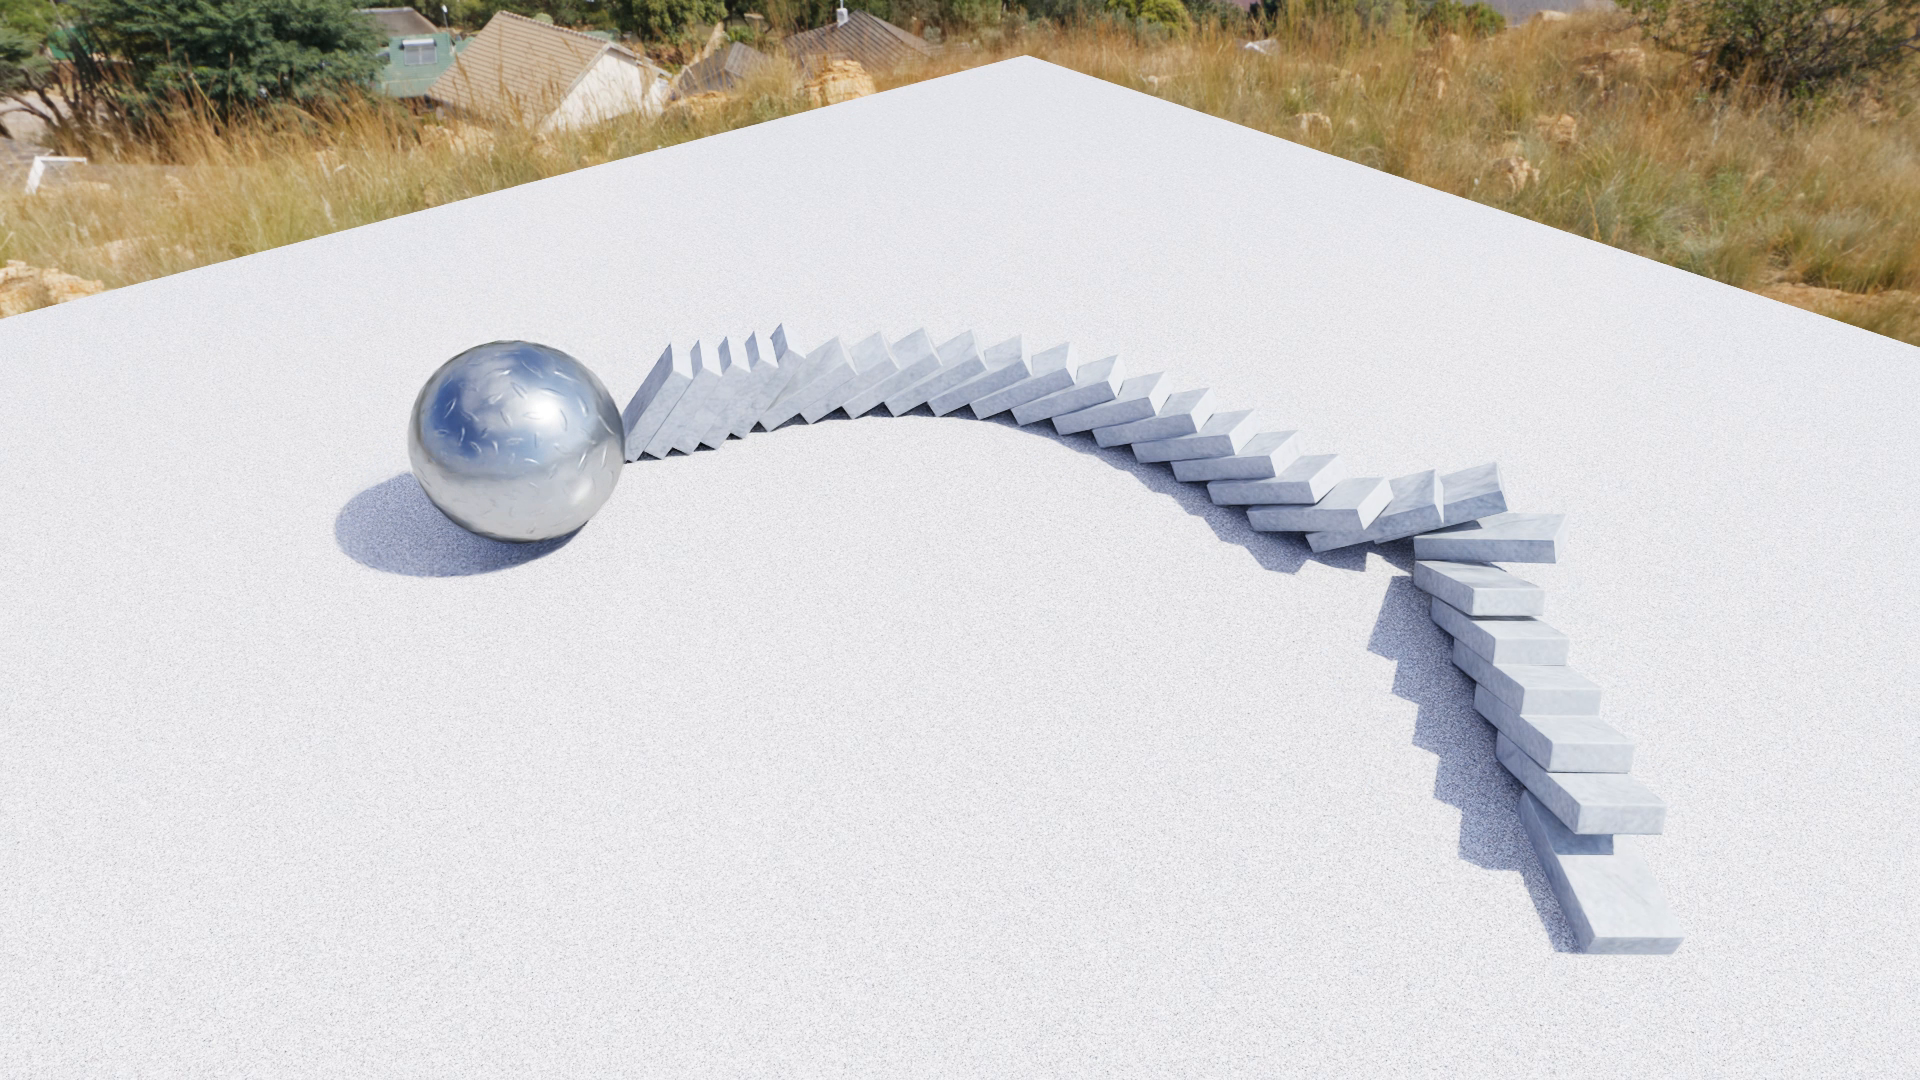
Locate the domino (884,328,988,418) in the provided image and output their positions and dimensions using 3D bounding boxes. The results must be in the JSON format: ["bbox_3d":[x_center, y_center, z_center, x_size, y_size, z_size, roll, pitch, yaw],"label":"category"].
[{"bbox_3d":[-0.013,-0.080,0.523,0.050,0.009,0.025,-25,38,13],"label":"domino"}]

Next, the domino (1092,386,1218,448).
[{"bbox_3d":[0.087,-0.055,0.493,0.050,0.010,0.025,-6,29,40],"label":"domino"}]

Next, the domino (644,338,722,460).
[{"bbox_3d":[-0.125,-0.063,0.493,0.009,0.050,0.025,26,26,-33],"label":"domino"}]

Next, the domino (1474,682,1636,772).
[{"bbox_3d":[0.190,0.059,0.354,0.025,0.010,0.050,1,14,0],"label":"domino"}]

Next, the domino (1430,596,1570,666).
[{"bbox_3d":[0.190,0.031,0.389,0.025,0.009,0.050,0,14,0],"label":"domino"}]

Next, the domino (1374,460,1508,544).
[{"bbox_3d":[0.190,-0.015,0.440,0.050,0.010,0.025,-17,23,30],"label":"domino"}]

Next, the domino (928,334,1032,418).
[{"bbox_3d":[0.009,-0.078,0.521,0.050,0.009,0.025,-21,35,19],"label":"domino"}]

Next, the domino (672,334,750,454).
[{"bbox_3d":[-0.113,-0.065,0.495,0.010,0.050,0.025,26,26,-33],"label":"domino"}]

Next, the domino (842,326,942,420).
[{"bbox_3d":[-0.034,-0.080,0.523,0.050,0.010,0.025,-29,40,9],"label":"domino"}]

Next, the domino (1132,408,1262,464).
[{"bbox_3d":[0.103,-0.045,0.481,0.050,0.009,0.025,-2,29,46],"label":"domino"}]

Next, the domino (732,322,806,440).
[{"bbox_3d":[-0.091,-0.073,0.505,0.010,0.050,0.025,27,26,-34],"label":"domino"}]

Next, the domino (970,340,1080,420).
[{"bbox_3d":[0.030,-0.075,0.517,0.050,0.009,0.025,-18,33,24],"label":"domino"}]

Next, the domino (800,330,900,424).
[{"bbox_3d":[-0.054,-0.077,0.520,0.050,0.009,0.025,-30,40,8],"label":"domino"}]

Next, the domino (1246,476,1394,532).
[{"bbox_3d":[0.144,-0.014,0.441,0.025,0.010,0.050,-38,23,-32],"label":"domino"}]

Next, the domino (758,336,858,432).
[{"bbox_3d":[-0.073,-0.073,0.515,0.050,0.009,0.025,-31,40,8],"label":"domino"}]

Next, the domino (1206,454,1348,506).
[{"bbox_3d":[0.130,-0.025,0.455,0.025,0.010,0.050,-35,21,-32],"label":"domino"}]

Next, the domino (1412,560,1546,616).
[{"bbox_3d":[0.189,0.017,0.404,0.025,0.010,0.050,0,10,0],"label":"domino"}]

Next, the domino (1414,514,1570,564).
[{"bbox_3d":[0.206,-0.001,0.428,0.050,0.010,0.025,1,25,40],"label":"domino"}]

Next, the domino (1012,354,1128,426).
[{"bbox_3d":[0.051,-0.070,0.510,0.050,0.010,0.025,-13,31,31],"label":"domino"}]

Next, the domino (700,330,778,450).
[{"bbox_3d":[-0.102,-0.068,0.498,0.009,0.050,0.025,26,26,-33],"label":"domino"}]

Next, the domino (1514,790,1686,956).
[{"bbox_3d":[0.188,0.097,0.325,0.025,0.009,0.050,0,39,0],"label":"domino"}]

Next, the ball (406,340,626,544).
[{"bbox_3d":[-0.174,-0.039,0.435,0.080,0.080,0.080,0,39,0],"label":"ball"}]

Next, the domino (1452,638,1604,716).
[{"bbox_3d":[0.190,0.045,0.371,0.025,0.010,0.050,1,14,0],"label":"domino"}]

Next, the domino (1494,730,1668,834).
[{"bbox_3d":[0.189,0.073,0.338,0.025,0.010,0.050,0,15,0],"label":"domino"}]

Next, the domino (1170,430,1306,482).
[{"bbox_3d":[0.118,-0.036,0.469,0.025,0.009,0.050,-36,22,-35],"label":"domino"}]

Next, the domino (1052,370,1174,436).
[{"bbox_3d":[0.069,-0.062,0.502,0.050,0.010,0.025,-8,30,36],"label":"domino"}]

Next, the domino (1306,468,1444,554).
[{"bbox_3d":[0.165,-0.011,0.438,0.050,0.009,0.025,-16,29,33],"label":"domino"}]

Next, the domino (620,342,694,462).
[{"bbox_3d":[-0.137,-0.061,0.491,0.010,0.050,0.025,26,26,-33],"label":"domino"}]
